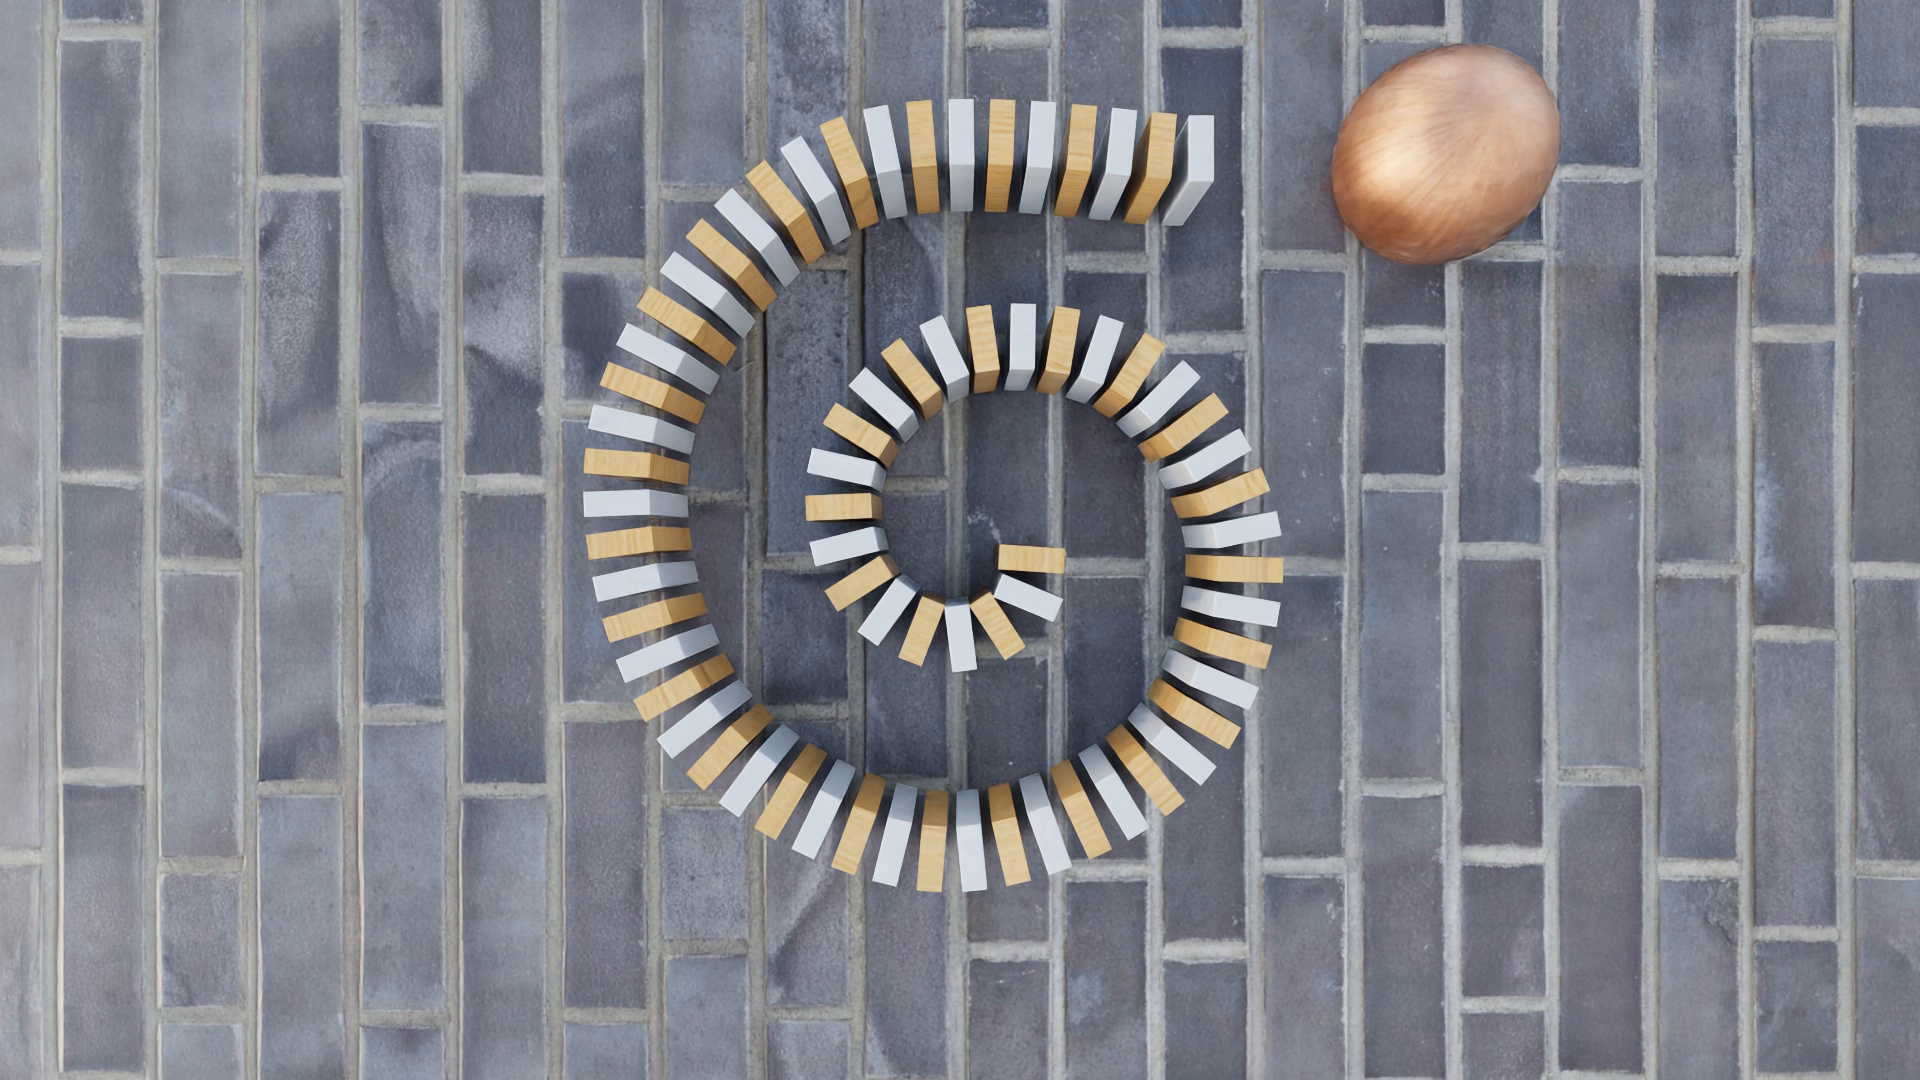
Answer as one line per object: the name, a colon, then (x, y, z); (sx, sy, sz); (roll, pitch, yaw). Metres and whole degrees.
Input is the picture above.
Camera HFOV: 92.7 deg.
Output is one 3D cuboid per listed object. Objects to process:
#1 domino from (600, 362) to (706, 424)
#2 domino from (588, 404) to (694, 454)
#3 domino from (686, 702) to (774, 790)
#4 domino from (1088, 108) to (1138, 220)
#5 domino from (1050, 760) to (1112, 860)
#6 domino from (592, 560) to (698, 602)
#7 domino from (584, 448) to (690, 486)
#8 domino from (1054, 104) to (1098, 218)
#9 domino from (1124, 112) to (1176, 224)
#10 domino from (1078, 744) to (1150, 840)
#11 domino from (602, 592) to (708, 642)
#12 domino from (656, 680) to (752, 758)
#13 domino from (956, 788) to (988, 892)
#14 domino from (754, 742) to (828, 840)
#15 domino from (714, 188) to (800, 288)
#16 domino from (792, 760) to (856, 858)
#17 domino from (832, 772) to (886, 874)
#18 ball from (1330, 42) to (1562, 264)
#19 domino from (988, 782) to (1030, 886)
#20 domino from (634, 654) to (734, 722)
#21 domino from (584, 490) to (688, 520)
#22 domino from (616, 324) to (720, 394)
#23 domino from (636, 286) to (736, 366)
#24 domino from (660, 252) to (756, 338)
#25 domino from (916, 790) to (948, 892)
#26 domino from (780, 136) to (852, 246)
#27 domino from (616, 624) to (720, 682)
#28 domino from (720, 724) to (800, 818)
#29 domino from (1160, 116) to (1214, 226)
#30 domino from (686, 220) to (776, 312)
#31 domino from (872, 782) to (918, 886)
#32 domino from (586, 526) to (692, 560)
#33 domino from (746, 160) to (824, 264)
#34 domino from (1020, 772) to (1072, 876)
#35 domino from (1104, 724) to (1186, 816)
domino: (-0.124, -0.059, 0.375); (0.025, 0.050, 0.010); (21, 90, 0)
domino: (-0.129, -0.045, 0.375); (0.025, 0.050, 0.009); (12, 90, 0)
domino: (-0.093, 0.083, 0.375); (0.009, 0.050, 0.025); (43, 90, 0)
domino: (0.062, -0.152, 0.375); (0.010, 0.050, 0.025); (6, 90, 0)
domino: (0.048, 0.109, 0.375); (0.009, 0.050, 0.025); (-25, 90, 0)
domino: (-0.127, 0.016, 0.375); (0.025, 0.050, 0.009); (-12, 90, 0)
domino: (-0.131, -0.029, 0.375); (0.025, 0.050, 0.009); (4, 90, 0)
domino: (0.047, -0.154, 0.375); (0.009, 0.050, 0.025); (5, 90, 0)
domino: (0.077, -0.151, 0.375); (0.010, 0.050, 0.025); (5, 90, 0)
domino: (0.062, 0.102, 0.375); (0.010, 0.050, 0.025); (-31, 90, 0)
domino: (-0.123, 0.031, 0.375); (0.025, 0.050, 0.009); (-17, 90, 0)
domino: (-0.103, 0.072, 0.375); (0.025, 0.050, 0.010); (-38, 90, 0)
domino: (0.004, 0.122, 0.375); (0.010, 0.050, 0.025); (-6, 90, 0)
domino: (-0.068, 0.102, 0.375); (0.009, 0.050, 0.025); (31, 90, 0)
domino: (-0.082, -0.122, 0.375); (0.009, 0.050, 0.025); (-44, 90, 0)
domino: (-0.055, 0.109, 0.375); (0.009, 0.050, 0.025); (26, 90, 0)
domino: (-0.041, 0.115, 0.375); (0.010, 0.050, 0.025); (20, 90, 0)
ball: (0.189, -0.150, 0.360); (0.080, 0.080, 0.080); (0, 90, 0)
domino: (0.020, 0.119, 0.375); (0.009, 0.050, 0.025); (-13, 90, 0)
domino: (-0.112, 0.059, 0.375); (0.025, 0.050, 0.010); (-29, 90, 0)
domino: (-0.131, -0.014, 0.375); (0.025, 0.050, 0.010); (-2, 90, 0)
domino: (-0.118, -0.073, 0.375); (0.025, 0.050, 0.009); (27, 90, 0)
domino: (-0.110, -0.087, 0.375); (0.025, 0.050, 0.009); (32, 90, 0)
domino: (-0.102, -0.099, 0.375); (0.025, 0.050, 0.009); (36, 90, 0)
domino: (-0.011, 0.122, 0.375); (0.010, 0.050, 0.025); (5, 90, 0)
domino: (-0.058, -0.142, 0.375); (0.010, 0.050, 0.025); (-32, 90, 0)
domino: (-0.118, 0.045, 0.375); (0.025, 0.050, 0.010); (-22, 90, 0)
domino: (-0.081, 0.093, 0.375); (0.009, 0.050, 0.025); (36, 90, 0)
domino: (0.092, -0.150, 0.375); (0.009, 0.050, 0.025); (0, 90, 0)
domino: (-0.092, -0.111, 0.375); (0.025, 0.050, 0.010); (41, 90, 0)
domino: (-0.026, 0.119, 0.375); (0.009, 0.050, 0.025); (14, 90, 0)
domino: (-0.130, 0.001, 0.375); (0.025, 0.050, 0.010); (-8, 90, 0)
domino: (-0.070, -0.133, 0.375); (0.010, 0.050, 0.025); (-39, 90, 0)
domino: (0.034, 0.115, 0.375); (0.010, 0.050, 0.025); (-19, 90, 0)
domino: (0.075, 0.093, 0.375); (0.009, 0.050, 0.025); (-39, 90, 0)
